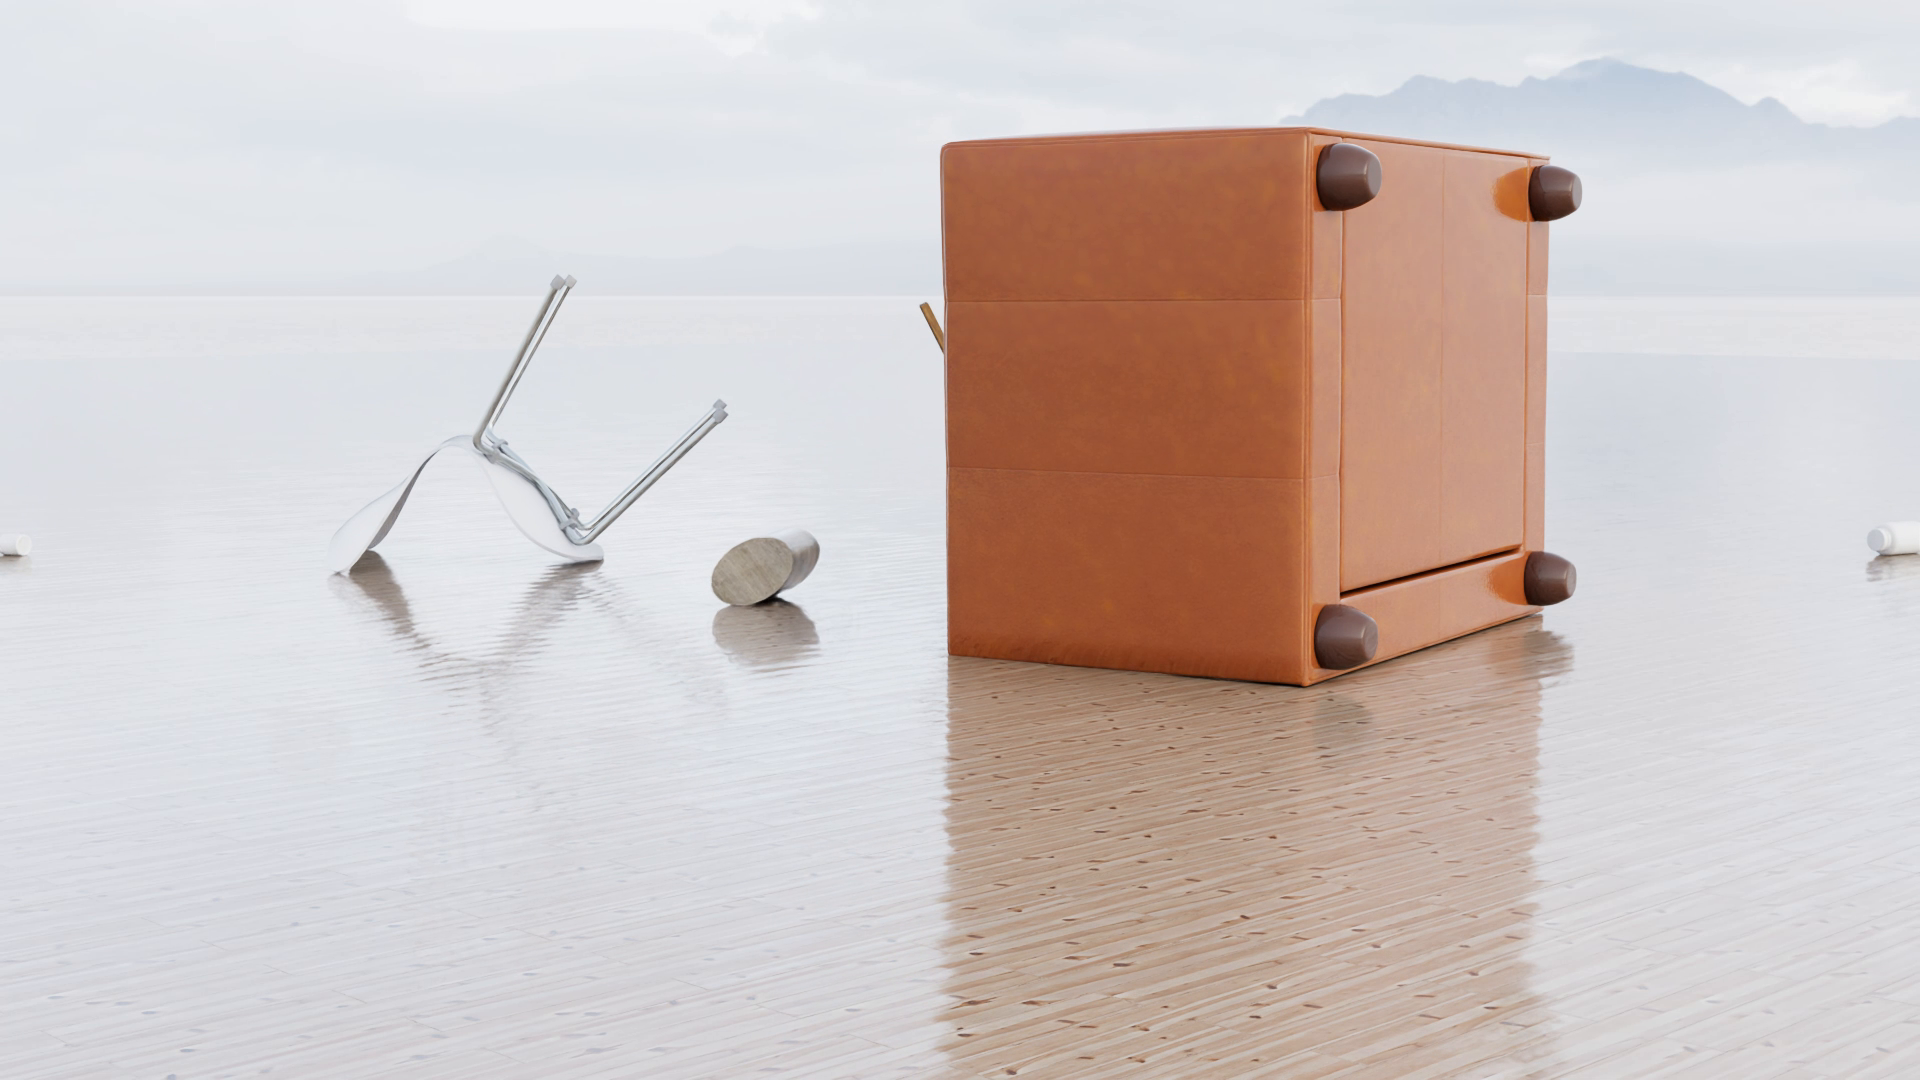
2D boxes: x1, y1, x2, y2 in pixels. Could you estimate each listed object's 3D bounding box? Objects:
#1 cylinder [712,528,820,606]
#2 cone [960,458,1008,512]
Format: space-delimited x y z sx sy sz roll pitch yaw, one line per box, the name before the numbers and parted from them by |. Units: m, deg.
cylinder | -0.393 0.054 5.209 0.186 0.122 0.180 -29 -2 15
cone | 0.067 -0.159 7.206 0.135 0.154 0.134 -5 8 -40
